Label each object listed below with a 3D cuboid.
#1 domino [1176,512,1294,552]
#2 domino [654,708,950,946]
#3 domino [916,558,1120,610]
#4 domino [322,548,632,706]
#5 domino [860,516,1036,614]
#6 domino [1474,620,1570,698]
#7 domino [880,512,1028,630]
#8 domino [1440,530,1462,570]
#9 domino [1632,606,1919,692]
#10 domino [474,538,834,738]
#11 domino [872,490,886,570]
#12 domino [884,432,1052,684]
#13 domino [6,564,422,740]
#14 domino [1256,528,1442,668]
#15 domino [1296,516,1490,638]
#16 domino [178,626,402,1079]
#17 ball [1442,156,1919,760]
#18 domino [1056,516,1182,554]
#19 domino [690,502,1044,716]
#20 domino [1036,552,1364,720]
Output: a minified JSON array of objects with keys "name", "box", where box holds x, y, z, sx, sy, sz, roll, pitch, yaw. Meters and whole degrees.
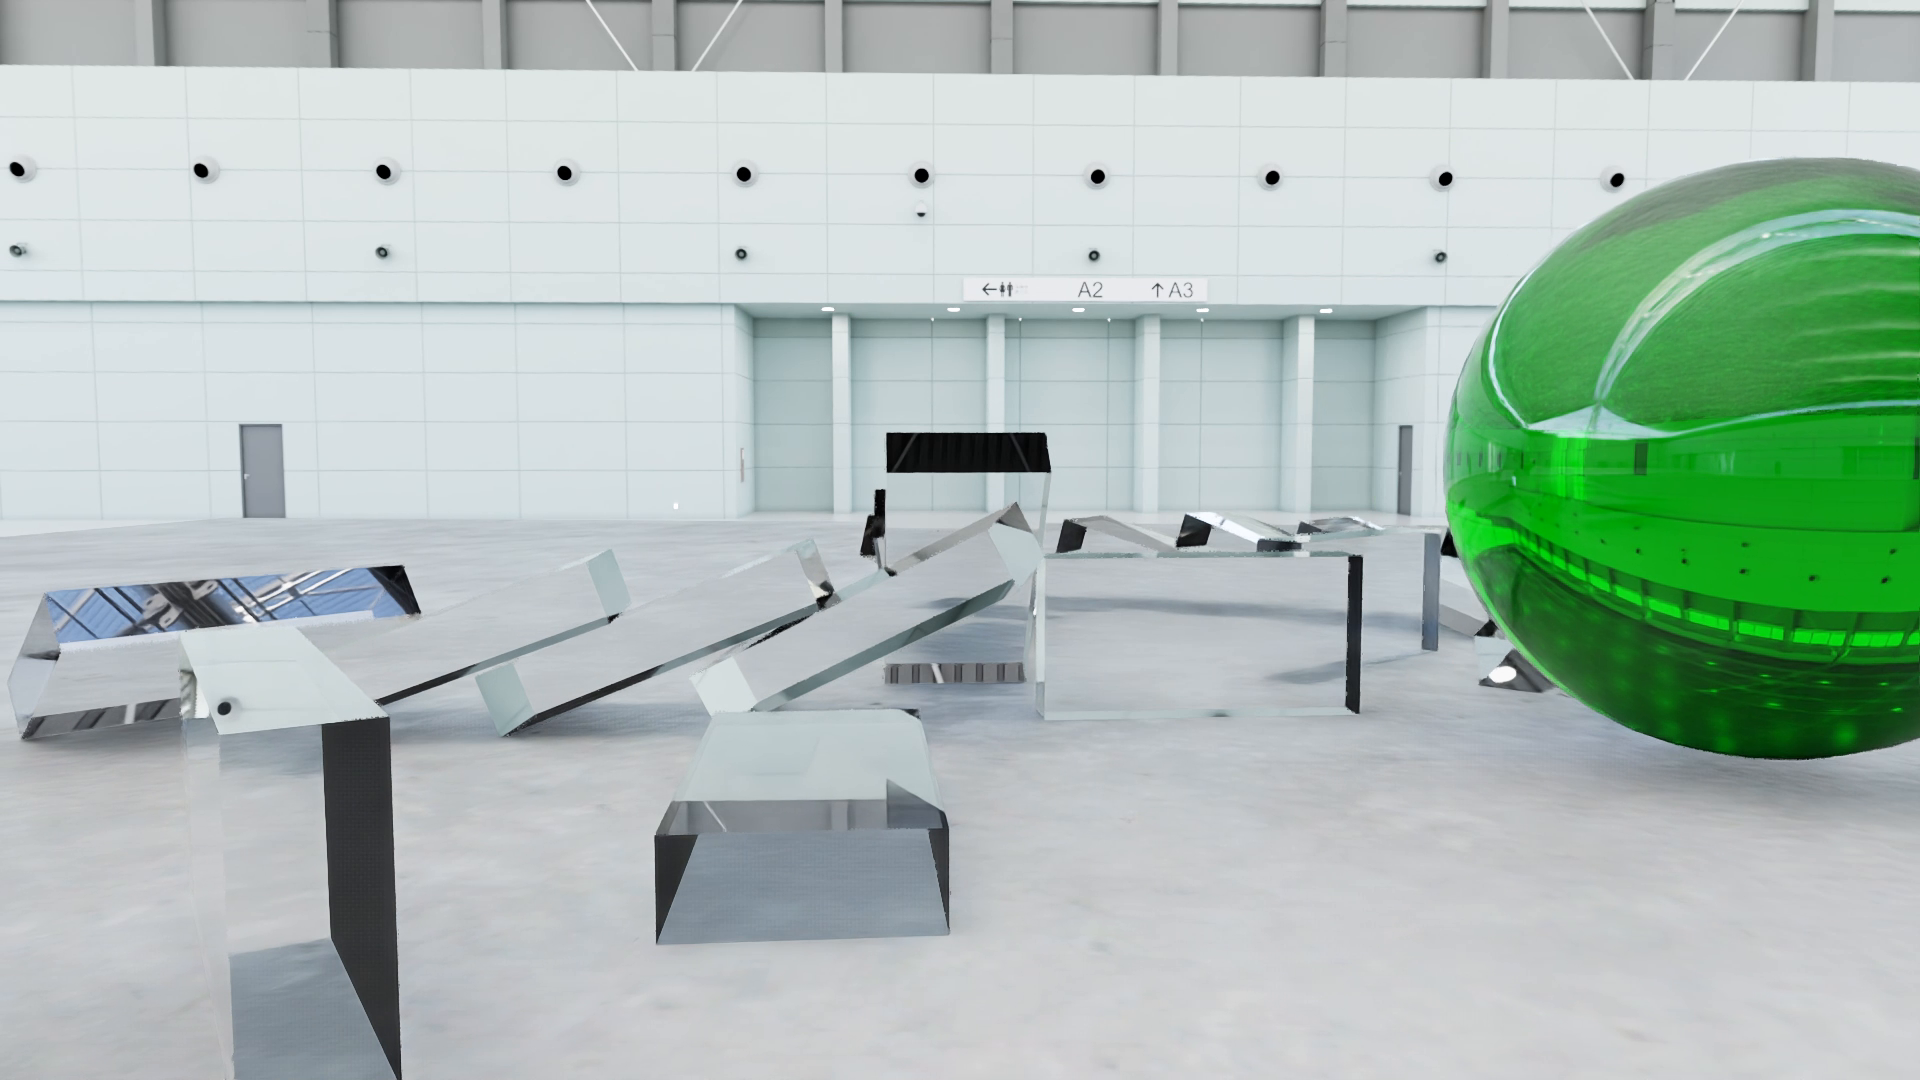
[{"name":"domino","box":[0.083,0.006,0.326,0.050,0.010,0.025,27,20,39]},{"name":"domino","box":[-0.016,0.028,0.135,0.025,0.009,0.050,0,4,-5]},{"name":"domino","box":[0.016,0.012,0.351,0.050,0.009,0.025,2,5,25]},{"name":"domino","box":[-0.077,0.015,0.194,0.050,0.009,0.025,-20,6,-5]},{"name":"domino","box":[0.001,0.007,0.306,0.025,0.009,0.050,3,-15,33]},{"name":"domino","box":[0.116,0.013,0.233,0.025,0.009,0.050,4,23,43]},{"name":"domino","box":[0.000,0.008,0.272,0.025,0.009,0.050,1,-20,8]},{"name":"domino","box":[0.130,0.009,0.282,0.025,0.009,0.050,8,17,-12]},{"name":"domino","box":[0.155,0.020,0.240,0.050,0.010,0.025,-2,5,-23]},{"name":"domino","box":[-0.045,0.014,0.198,0.050,0.009,0.025,-22,4,1]},{"name":"domino","box":[-0.002,0.007,0.242,0.025,0.010,0.050,0,-28,2]},{"name":"domino","box":[0.000,0.004,0.215,0.025,0.050,0.010,0,45,-4]},{"name":"domino","box":[-0.114,0.016,0.198,0.050,0.009,0.025,-5,-30,-50]},{"name":"domino","box":[0.076,0.011,0.249,0.050,0.025,0.010,-4,6,-42]},{"name":"domino","box":[0.106,0.008,0.301,0.025,0.009,0.050,-4,23,-43]},{"name":"domino","box":[-0.055,0.022,0.102,0.010,0.025,0.050,-3,5,-34]},{"name":"ball","box":[0.108,-0.011,0.174,0.080,0.080,0.080,0,4,0]},{"name":"domino","box":[0.054,0.006,0.341,0.050,0.010,0.025,20,14,29]},{"name":"domino","box":[-0.013,0.011,0.193,0.050,0.010,0.025,-26,4,15]},{"name":"domino","box":[0.038,0.015,0.204,0.050,0.025,0.010,0,4,-5]}]
